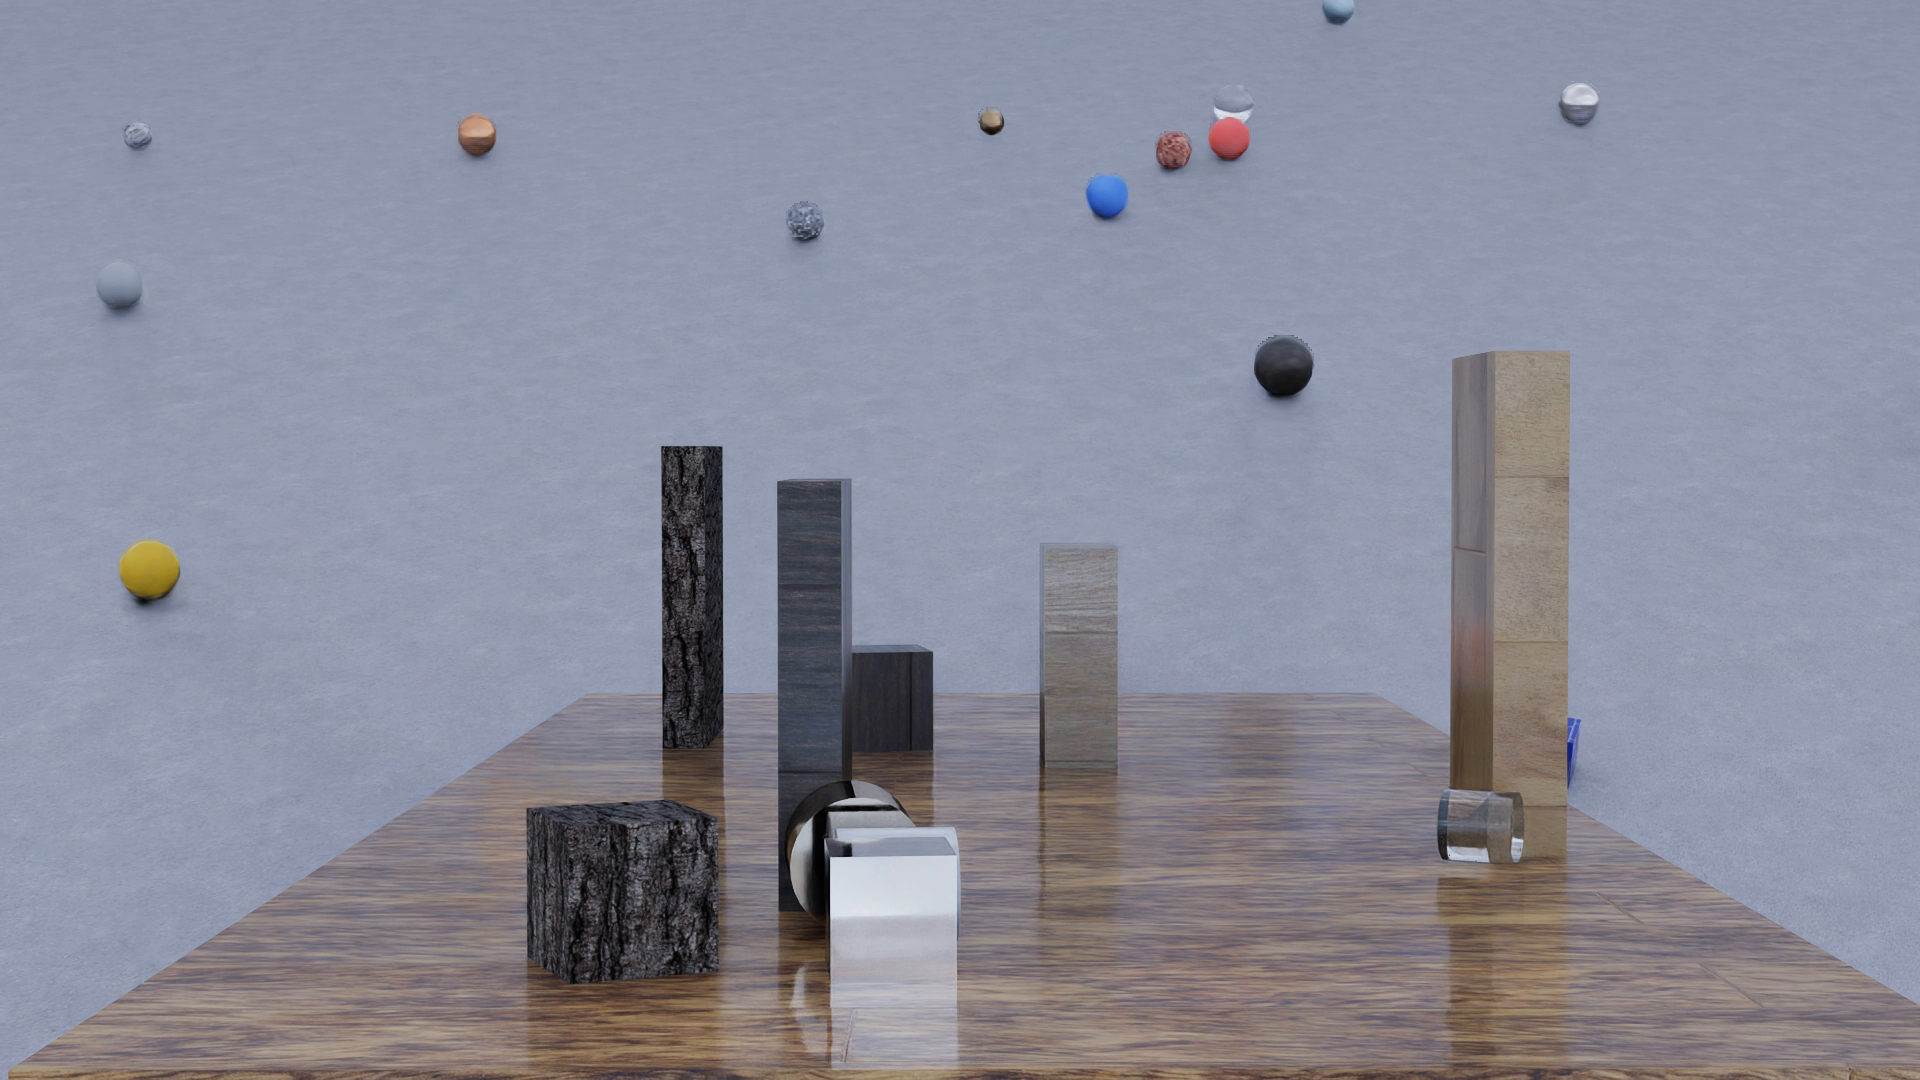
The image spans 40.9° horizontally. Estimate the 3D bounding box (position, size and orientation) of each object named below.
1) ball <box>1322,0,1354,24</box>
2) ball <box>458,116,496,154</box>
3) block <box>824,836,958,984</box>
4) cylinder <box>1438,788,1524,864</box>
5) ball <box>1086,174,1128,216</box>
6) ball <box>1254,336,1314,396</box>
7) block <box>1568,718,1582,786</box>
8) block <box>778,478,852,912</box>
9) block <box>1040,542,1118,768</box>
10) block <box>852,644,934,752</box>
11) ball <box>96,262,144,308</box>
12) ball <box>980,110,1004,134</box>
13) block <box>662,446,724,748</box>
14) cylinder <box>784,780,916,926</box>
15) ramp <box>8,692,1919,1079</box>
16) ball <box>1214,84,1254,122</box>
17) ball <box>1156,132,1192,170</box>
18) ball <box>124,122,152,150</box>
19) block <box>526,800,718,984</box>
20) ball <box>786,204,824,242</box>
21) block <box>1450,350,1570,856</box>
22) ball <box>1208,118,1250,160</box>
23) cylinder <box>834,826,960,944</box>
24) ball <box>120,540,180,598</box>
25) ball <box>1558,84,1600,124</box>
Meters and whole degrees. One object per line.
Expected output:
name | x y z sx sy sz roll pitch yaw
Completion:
ball | 2.003 -2.820 13.633 0.165 0.165 0.165 0 24 0
ball | -2.127 -1.783 11.346 0.169 0.169 0.169 0 24 0
block | -0.083 0.434 3.038 0.146 0.146 0.146 0 2 -6
cylinder | 0.776 0.426 3.839 0.107 0.107 0.107 1 23 23
ball | 0.601 -1.406 10.511 0.173 0.173 0.173 0 24 0
ball | 1.089 -0.584 8.670 0.199 0.199 0.199 0 24 0
block | 1.447 0.516 6.336 0.128 0.128 0.128 9 26 19
block | -0.200 0.203 3.587 0.085 0.572 0.334 0 2 0
block | 0.234 0.223 5.134 0.141 0.425 0.309 0 2 0
block | -0.173 0.327 5.369 0.202 0.202 0.202 0 2 -11
ball | -3.097 -0.940 9.493 0.168 0.168 0.168 0 24 0
ball | 0.143 -1.889 11.646 0.114 0.114 0.114 0 24 0
block | -0.570 0.112 5.509 0.089 0.624 0.406 0 2 0
cylinder | -0.137 0.410 3.341 0.175 0.175 0.175 -3 2 -6
ramp | 0.056 0.506 4.550 2.000 0.100 4.000 0 2 0
ball | 1.251 -1.991 11.787 0.183 0.183 0.183 0 24 0
ball | 0.922 -1.683 11.141 0.157 0.157 0.157 0 24 0
ball | -3.645 -1.791 11.420 0.123 0.123 0.123 0 24 0
block | -0.404 0.416 3.076 0.181 0.181 0.181 -1 2 -25
ball | -0.614 -1.260 10.222 0.146 0.146 0.146 0 24 0
block | 0.859 0.091 4.043 0.112 0.762 0.337 0 2 0
ball | 1.179 -1.758 11.277 0.181 0.181 0.181 0 24 0
cylinder | -0.080 0.429 3.186 0.146 0.146 0.146 0 24 -6
ball | -2.278 0.083 7.245 0.164 0.164 0.164 0 24 0
ball | 2.838 -2.002 11.814 0.182 0.182 0.182 0 24 0
